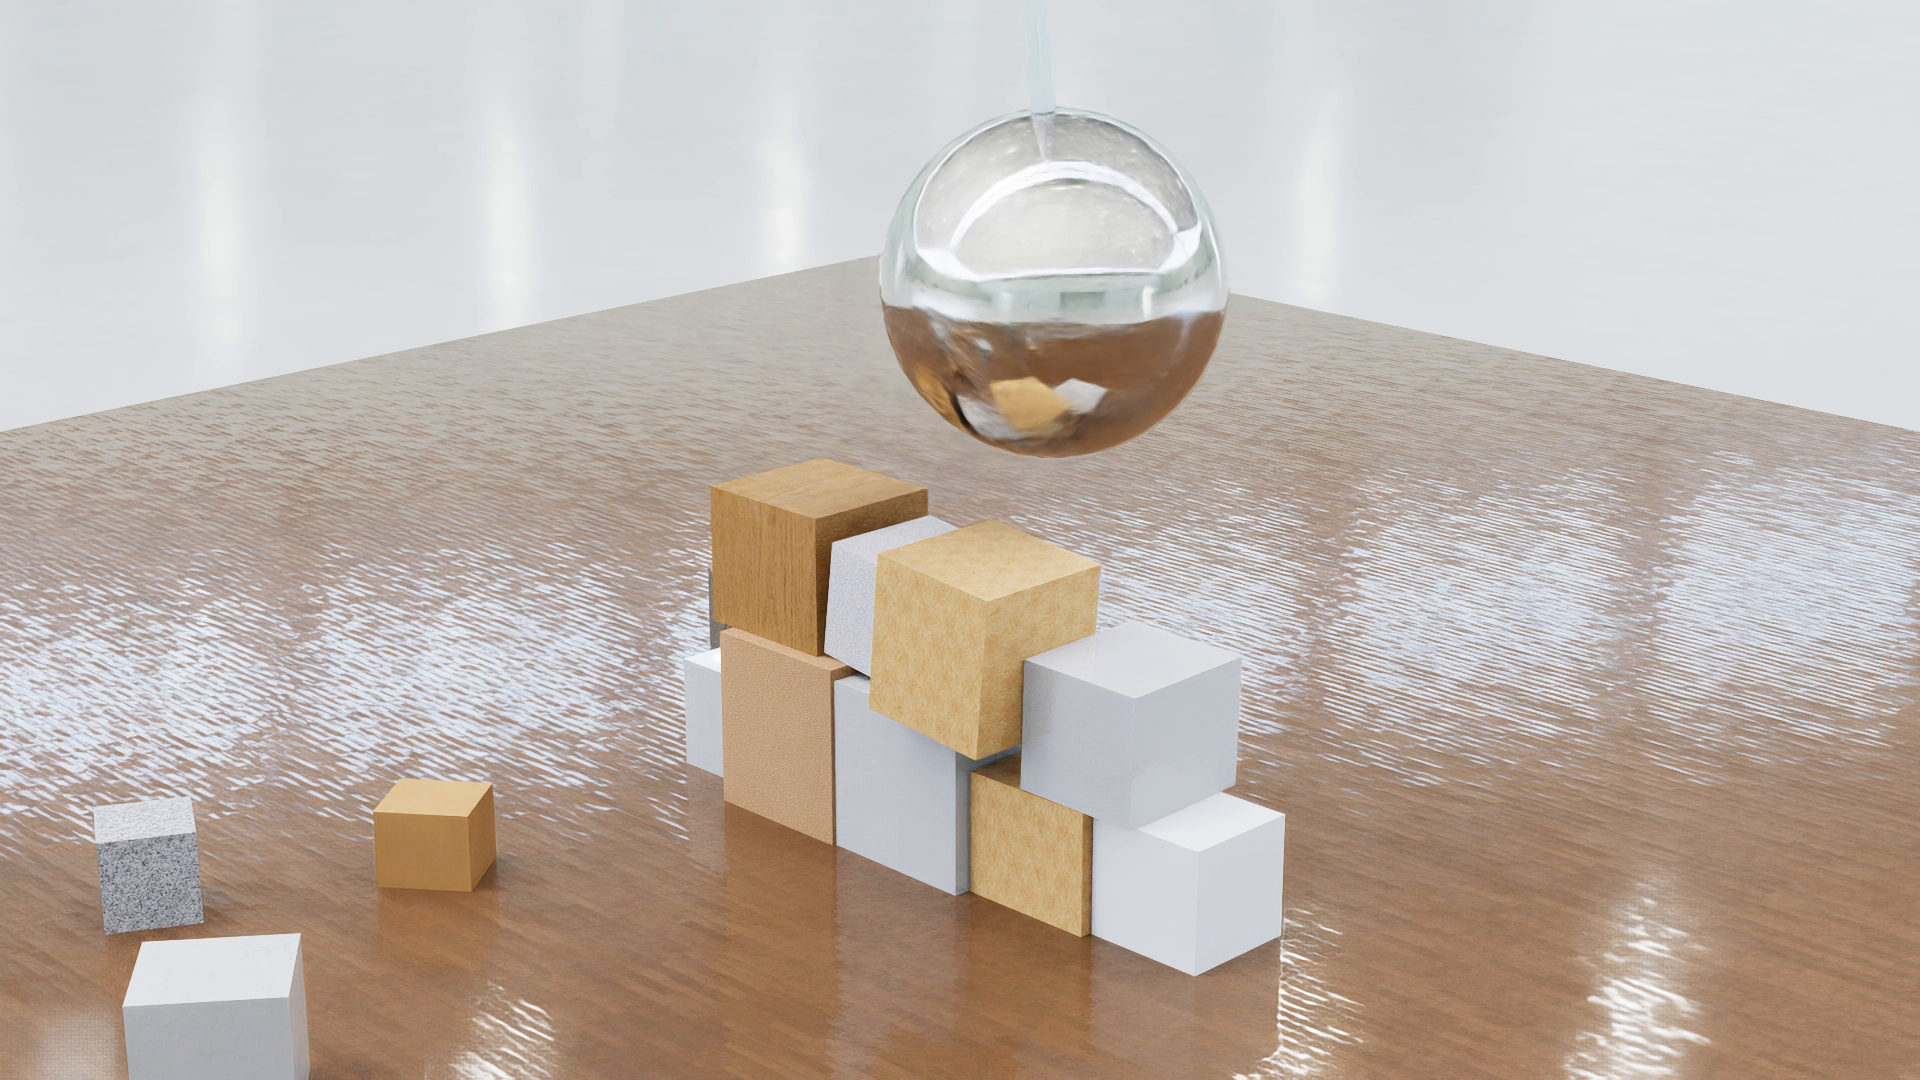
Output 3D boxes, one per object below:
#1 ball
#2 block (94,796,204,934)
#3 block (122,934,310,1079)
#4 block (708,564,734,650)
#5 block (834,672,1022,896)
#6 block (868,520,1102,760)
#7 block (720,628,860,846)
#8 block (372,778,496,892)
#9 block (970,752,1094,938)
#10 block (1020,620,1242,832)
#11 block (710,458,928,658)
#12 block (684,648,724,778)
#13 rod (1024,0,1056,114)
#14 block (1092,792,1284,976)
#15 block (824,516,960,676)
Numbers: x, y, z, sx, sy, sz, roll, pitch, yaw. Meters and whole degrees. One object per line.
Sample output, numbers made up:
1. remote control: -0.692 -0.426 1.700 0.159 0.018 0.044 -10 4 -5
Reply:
1. ball: 0.428 -1.177 13.420 1.600 1.600 1.600 0 17 0
2. block: -3.608 1.442 13.034 0.421 0.432 0.431 -5 18 -16
3. block: -2.849 1.915 11.285 0.605 0.580 0.562 -2 18 -7
4. block: -1.065 0.418 16.243 0.574 0.462 0.555 -4 18 -13
5. block: -0.007 1.044 13.660 0.820 0.817 0.806 -16 24 -42
6. block: 0.107 0.430 13.001 0.716 0.745 0.677 -17 29 -42
7. block: -0.581 0.849 14.192 0.831 0.871 0.780 -17 24 -42
8. block: -2.403 1.350 13.436 0.440 0.368 0.400 2 18 7
9. block: 0.538 1.311 13.200 0.706 0.585 0.683 -17 24 -42
10. block: 0.748 0.800 12.830 0.627 0.607 0.722 18 25 40
11. block: -0.673 0.070 14.090 0.720 0.675 0.752 -16 24 -42
12. block: -1.015 0.854 14.700 0.526 0.556 0.496 -17 24 -42
13. rod: 0.185 -4.332 12.175 0.080 5.200 0.080 17 30 42
14. block: 0.990 1.456 12.757 0.575 0.572 0.595 -17 24 -42
15. block: -0.186 0.299 13.617 0.624 0.557 0.585 -16 31 -42
